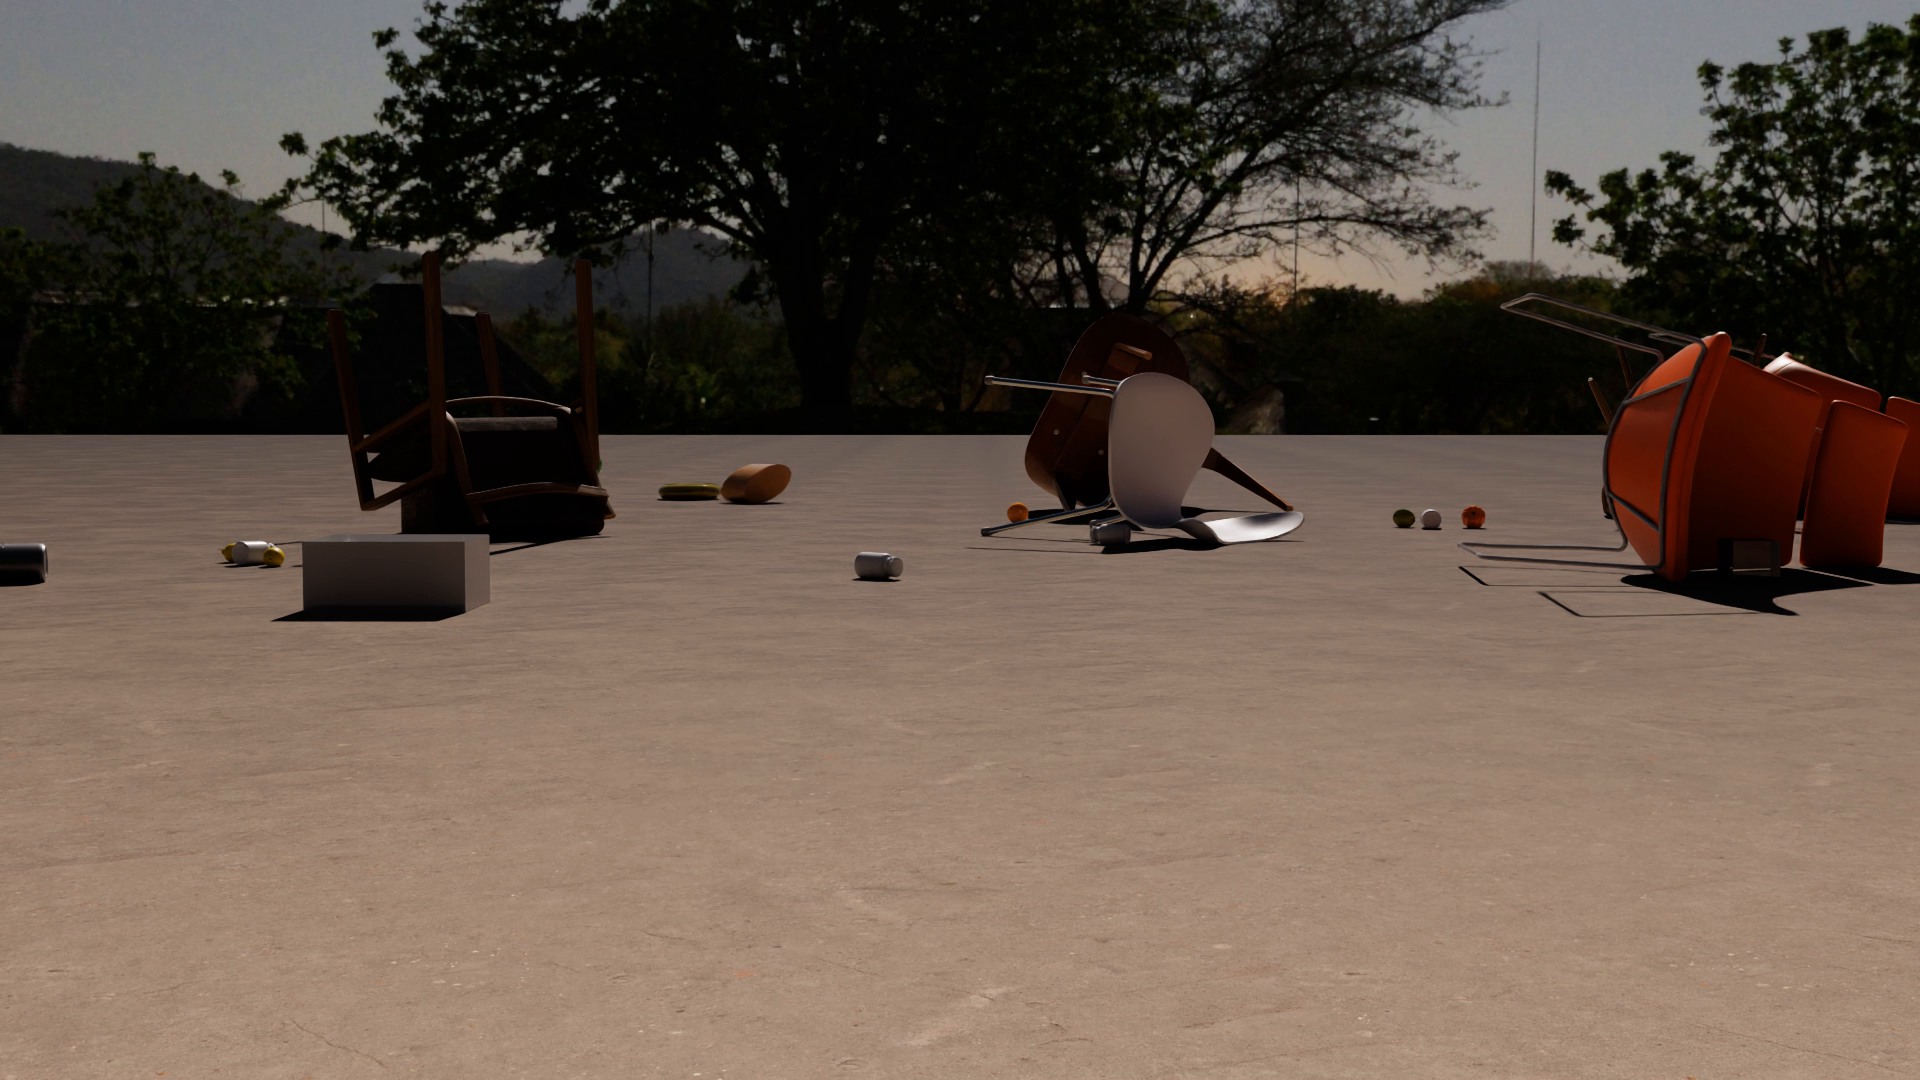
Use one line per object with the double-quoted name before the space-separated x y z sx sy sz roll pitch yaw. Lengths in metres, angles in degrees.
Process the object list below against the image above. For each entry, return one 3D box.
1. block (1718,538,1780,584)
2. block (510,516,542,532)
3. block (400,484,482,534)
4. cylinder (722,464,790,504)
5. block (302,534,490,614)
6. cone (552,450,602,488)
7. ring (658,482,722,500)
"block" 1.844 0.048 5.142 0.110 0.097 0.101 0 4 0
"block" -1.371 -0.051 6.946 0.054 0.048 0.080 3 5 35
"block" -1.624 -0.098 6.890 0.177 0.149 0.176 3 5 41
"cylinder" -0.809 -0.225 8.733 0.144 0.128 0.252 4 27 45
"block" -1.154 0.067 4.518 0.326 0.144 0.223 0 4 1
"cone" -1.821 -0.292 10.173 0.251 0.159 0.256 -25 12 31
"ring" -1.103 -0.198 8.983 0.257 0.063 0.272 -2 4 -15
